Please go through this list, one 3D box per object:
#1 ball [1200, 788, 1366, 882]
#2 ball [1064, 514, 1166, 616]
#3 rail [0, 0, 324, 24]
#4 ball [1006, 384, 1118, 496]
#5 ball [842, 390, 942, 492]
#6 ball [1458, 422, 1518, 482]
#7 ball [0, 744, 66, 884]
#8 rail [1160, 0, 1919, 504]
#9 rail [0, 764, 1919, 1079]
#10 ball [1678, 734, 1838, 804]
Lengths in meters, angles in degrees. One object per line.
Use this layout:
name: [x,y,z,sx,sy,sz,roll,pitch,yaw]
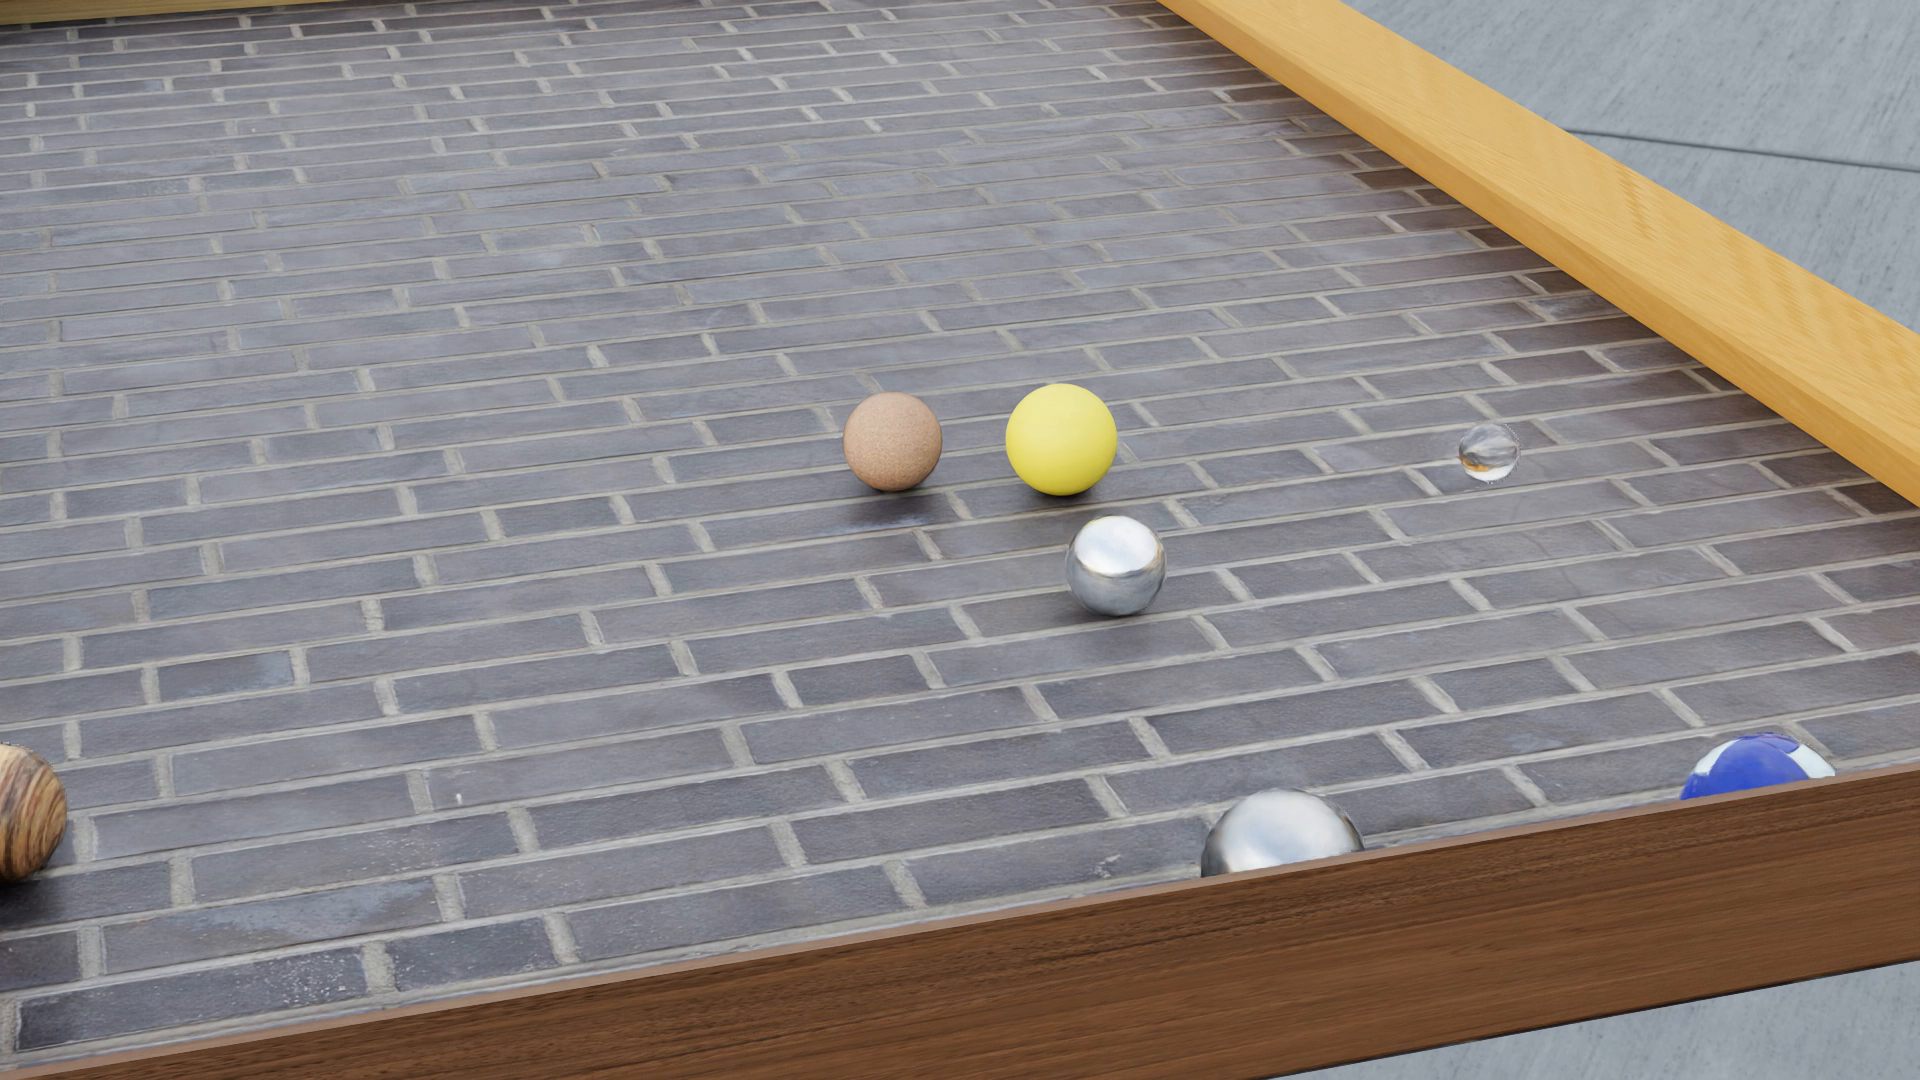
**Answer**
ball: [0.184,0.188,1.668,0.095,0.095,0.095,0,24,0]
ball: [0.110,0.018,2.075,0.071,0.071,0.071,0,24,0]
rail: [-0.548,-0.759,3.723,1.499,0.128,0.045,-7,25,-15]
ball: [0.078,-0.077,2.266,0.086,0.086,0.086,0,24,0]
ball: [-0.052,-0.076,2.276,0.078,0.078,0.078,0,24,0]
ball: [0.413,-0.069,2.296,0.046,0.046,0.046,0,24,0]
ball: [-0.572,0.162,1.739,0.084,0.084,0.084,0,24,0]
rail: [0.509,-0.359,2.837,0.045,0.128,2.525,-7,25,-15]
rail: [0.178,0.216,1.564,1.499,0.128,0.045,-7,25,-15]
ball: [0.470,0.163,1.719,0.098,0.098,0.098,0,24,0]
